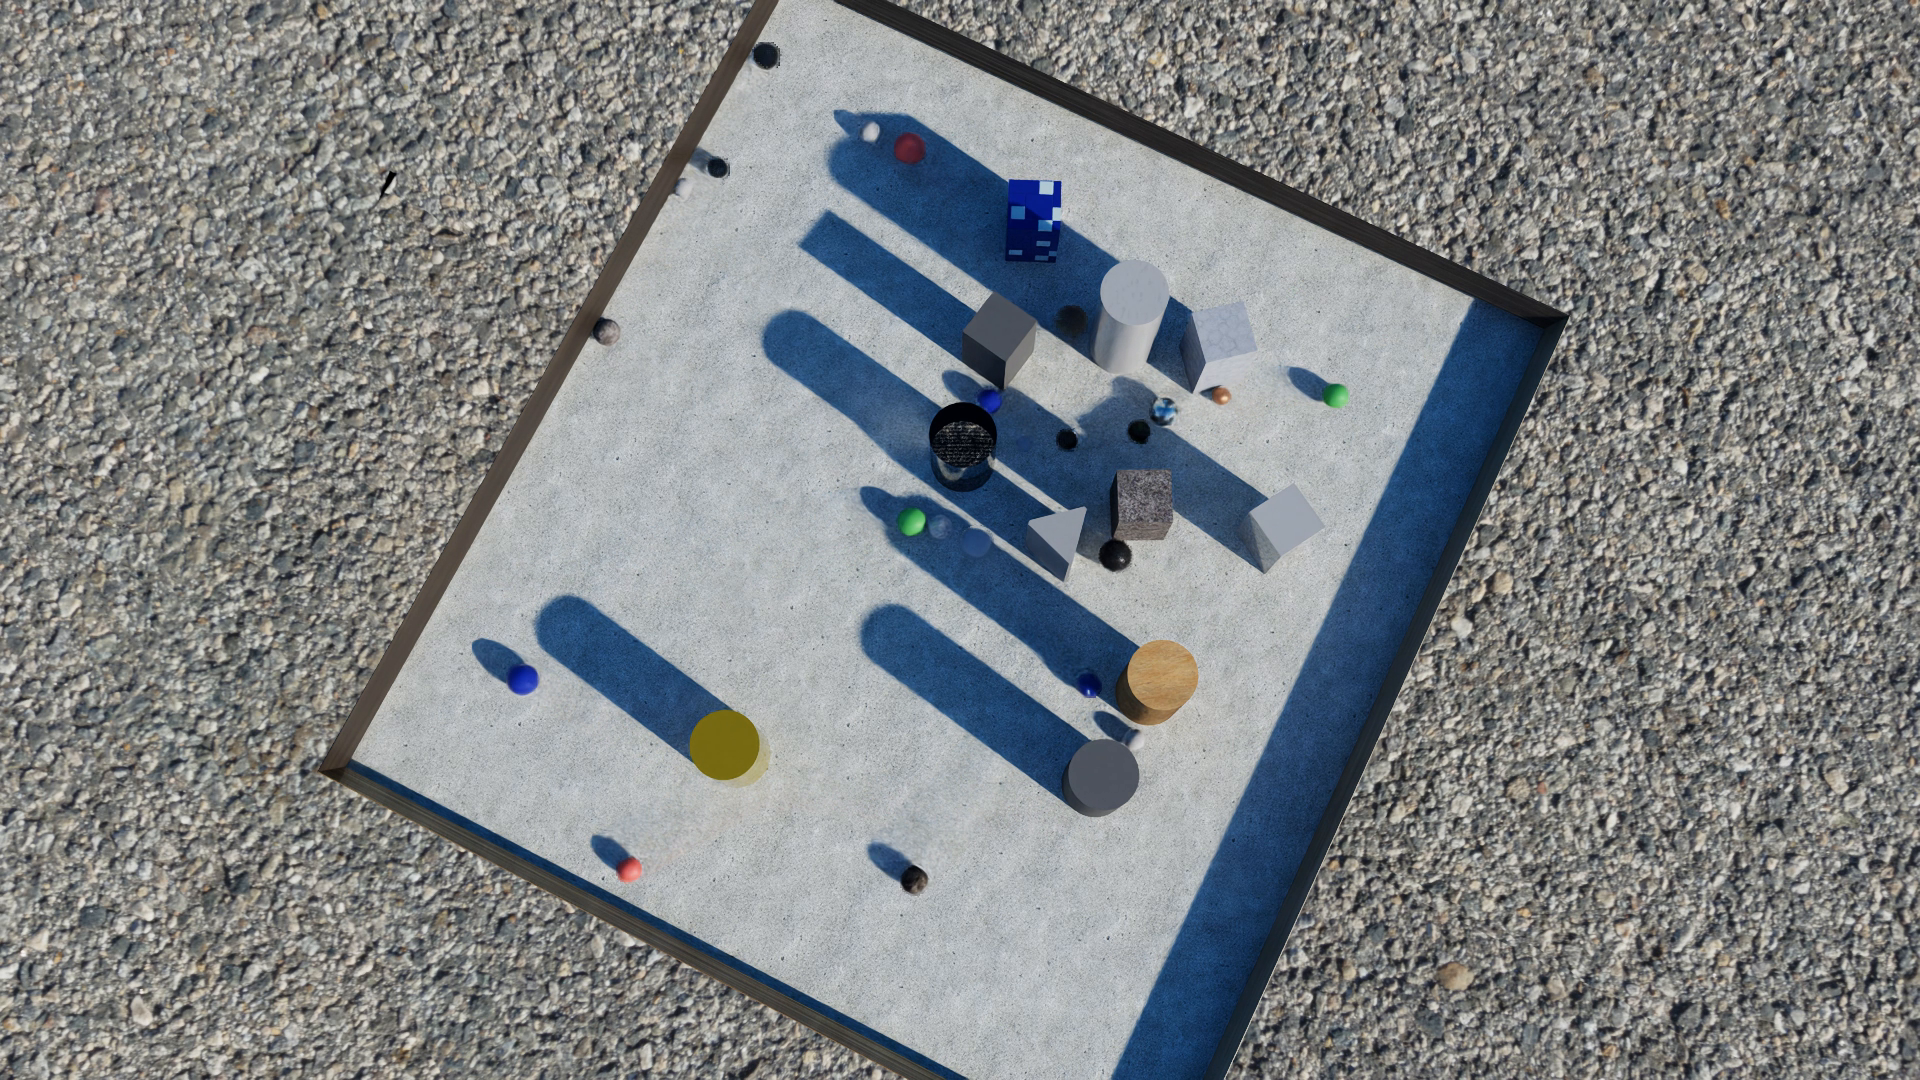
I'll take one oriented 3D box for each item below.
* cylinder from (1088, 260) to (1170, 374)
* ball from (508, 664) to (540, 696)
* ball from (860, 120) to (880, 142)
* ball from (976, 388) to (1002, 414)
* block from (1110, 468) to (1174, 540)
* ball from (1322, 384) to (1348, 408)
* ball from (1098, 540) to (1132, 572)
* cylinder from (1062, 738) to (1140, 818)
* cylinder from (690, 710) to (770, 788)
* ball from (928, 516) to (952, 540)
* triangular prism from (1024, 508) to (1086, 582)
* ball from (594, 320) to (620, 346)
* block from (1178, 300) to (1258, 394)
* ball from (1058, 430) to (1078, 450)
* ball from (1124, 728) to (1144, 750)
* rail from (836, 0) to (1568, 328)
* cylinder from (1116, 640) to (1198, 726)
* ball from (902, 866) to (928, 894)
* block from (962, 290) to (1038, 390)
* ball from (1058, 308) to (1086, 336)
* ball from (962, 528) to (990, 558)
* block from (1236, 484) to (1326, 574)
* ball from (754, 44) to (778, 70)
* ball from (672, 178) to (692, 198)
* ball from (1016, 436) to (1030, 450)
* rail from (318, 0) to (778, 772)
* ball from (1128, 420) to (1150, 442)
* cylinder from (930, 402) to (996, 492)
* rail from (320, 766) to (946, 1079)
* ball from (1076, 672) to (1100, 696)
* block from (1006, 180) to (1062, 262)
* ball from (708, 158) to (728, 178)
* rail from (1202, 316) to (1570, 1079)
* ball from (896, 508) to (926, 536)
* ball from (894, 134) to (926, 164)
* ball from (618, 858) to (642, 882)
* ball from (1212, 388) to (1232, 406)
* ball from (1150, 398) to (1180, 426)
[{"bbox_3d":[0.503,-0.663,5.506,0.199,0.485,0.199,0,78,0],"label":"cylinder"},{"bbox_3d":[-1.306,0.418,5.482,0.095,0.095,0.095,0,78,0],"label":"ball"},{"bbox_3d":[-0.287,-1.304,5.852,0.067,0.067,0.067,0,78,0],"label":"ball"},{"bbox_3d":[0.088,-0.427,5.664,0.081,0.081,0.081,0,78,0],"label":"ball"},{"bbox_3d":[0.543,-0.103,5.503,0.159,0.265,0.159,-1,78,0],"label":"block"},{"bbox_3d":[1.160,-0.446,5.671,0.075,0.075,0.075,0,78,0],"label":"ball"},{"bbox_3d":[0.471,0.048,5.556,0.100,0.100,0.100,0,78,0],"label":"ball"},{"bbox_3d":[0.402,0.691,5.292,0.199,0.356,0.199,0,78,0],"label":"cylinder"},{"bbox_3d":[-0.666,0.611,5.333,0.199,0.307,0.199,0,78,0],"label":"cylinder"},{"bbox_3d":[-0.063,-0.039,5.587,0.074,0.074,0.074,0,78,0],"label":"ball"},{"bbox_3d":[0.313,-0.013,5.463,0.149,0.306,0.172,-44,82,-8],"label":"triangular prism"},{"bbox_3d":[-1.099,-0.647,5.709,0.083,0.083,0.083,0,78,0],"label":"ball"},{"bbox_3d":[0.782,-0.582,5.571,0.159,0.326,0.159,-14,79,-3],"label":"block"},{"bbox_3d":[0.332,-0.307,5.649,0.060,0.060,0.060,0,78,0],"label":"ball"},{"bbox_3d":[0.519,0.595,5.461,0.064,0.064,0.064,0,78,0],"label":"ball"},{"bbox_3d":[0.643,-1.253,5.809,2.732,0.129,0.045,26,80,5],"label":"rail"},{"bbox_3d":[0.567,0.418,5.320,0.199,0.412,0.199,0,78,0],"label":"cylinder"},{"bbox_3d":[-0.133,0.996,5.370,0.079,0.079,0.079,0,78,0],"label":"ball"},{"bbox_3d":[0.119,-0.604,5.584,0.159,0.308,0.159,36,81,7],"label":"block"},{"bbox_3d":[0.347,-0.682,5.713,0.087,0.087,0.087,0,78,0],"label":"ball"},{"bbox_3d":[0.049,0.008,5.570,0.088,0.088,0.088,0,78,0],"label":"ball"},{"bbox_3d":[0.954,-0.031,5.477,0.159,0.286,0.159,-33,80,-6],"label":"block"},{"bbox_3d":[-0.625,-1.556,5.897,0.082,0.082,0.082,0,78,0],"label":"ball"},{"bbox_3d":[-0.882,-1.118,5.817,0.060,0.060,0.060,0,78,0],"label":"ball"},{"bbox_3d":[0.195,-0.301,5.657,0.043,0.043,0.043,0,78,0],"label":"ball"},{"bbox_3d":[-1.201,-0.581,5.670,0.045,0.129,2.925,26,80,5],"label":"rail"},{"bbox_3d":[0.553,-0.336,5.653,0.065,0.065,0.065,0,78,0],"label":"ball"},{"bbox_3d":[0.009,-0.276,5.514,0.199,0.312,0.199,0,78,0],"label":"cylinder"},{"bbox_3d":[-0.643,1.267,5.287,2.732,0.129,0.045,26,80,5],"label":"rail"},{"bbox_3d":[0.384,0.433,5.491,0.071,0.071,0.071,0,78,0],"label":"ball"},{"bbox_3d":[0.226,-0.986,5.679,0.159,0.277,0.159,2,78,0],"label":"block"},{"bbox_3d":[-0.770,-1.183,5.828,0.065,0.065,0.065,0,78,0],"label":"ball"},{"bbox_3d":[1.201,0.595,5.426,0.045,0.129,2.925,26,80,5],"label":"rail"},{"bbox_3d":[-0.149,-0.056,5.583,0.087,0.087,0.087,0,78,0],"label":"ball"},{"bbox_3d":[-0.157,-1.242,5.823,0.099,0.099,0.099,0,78,0],"label":"ball"},{"bbox_3d":[-0.969,0.967,5.381,0.070,0.070,0.070,0,78,0],"label":"ball"},{"bbox_3d":[0.812,-0.445,5.680,0.056,0.056,0.056,0,78,0],"label":"ball"},{"bbox_3d":[0.632,-0.396,5.652,0.090,0.090,0.090,0,78,0],"label":"ball"}]
